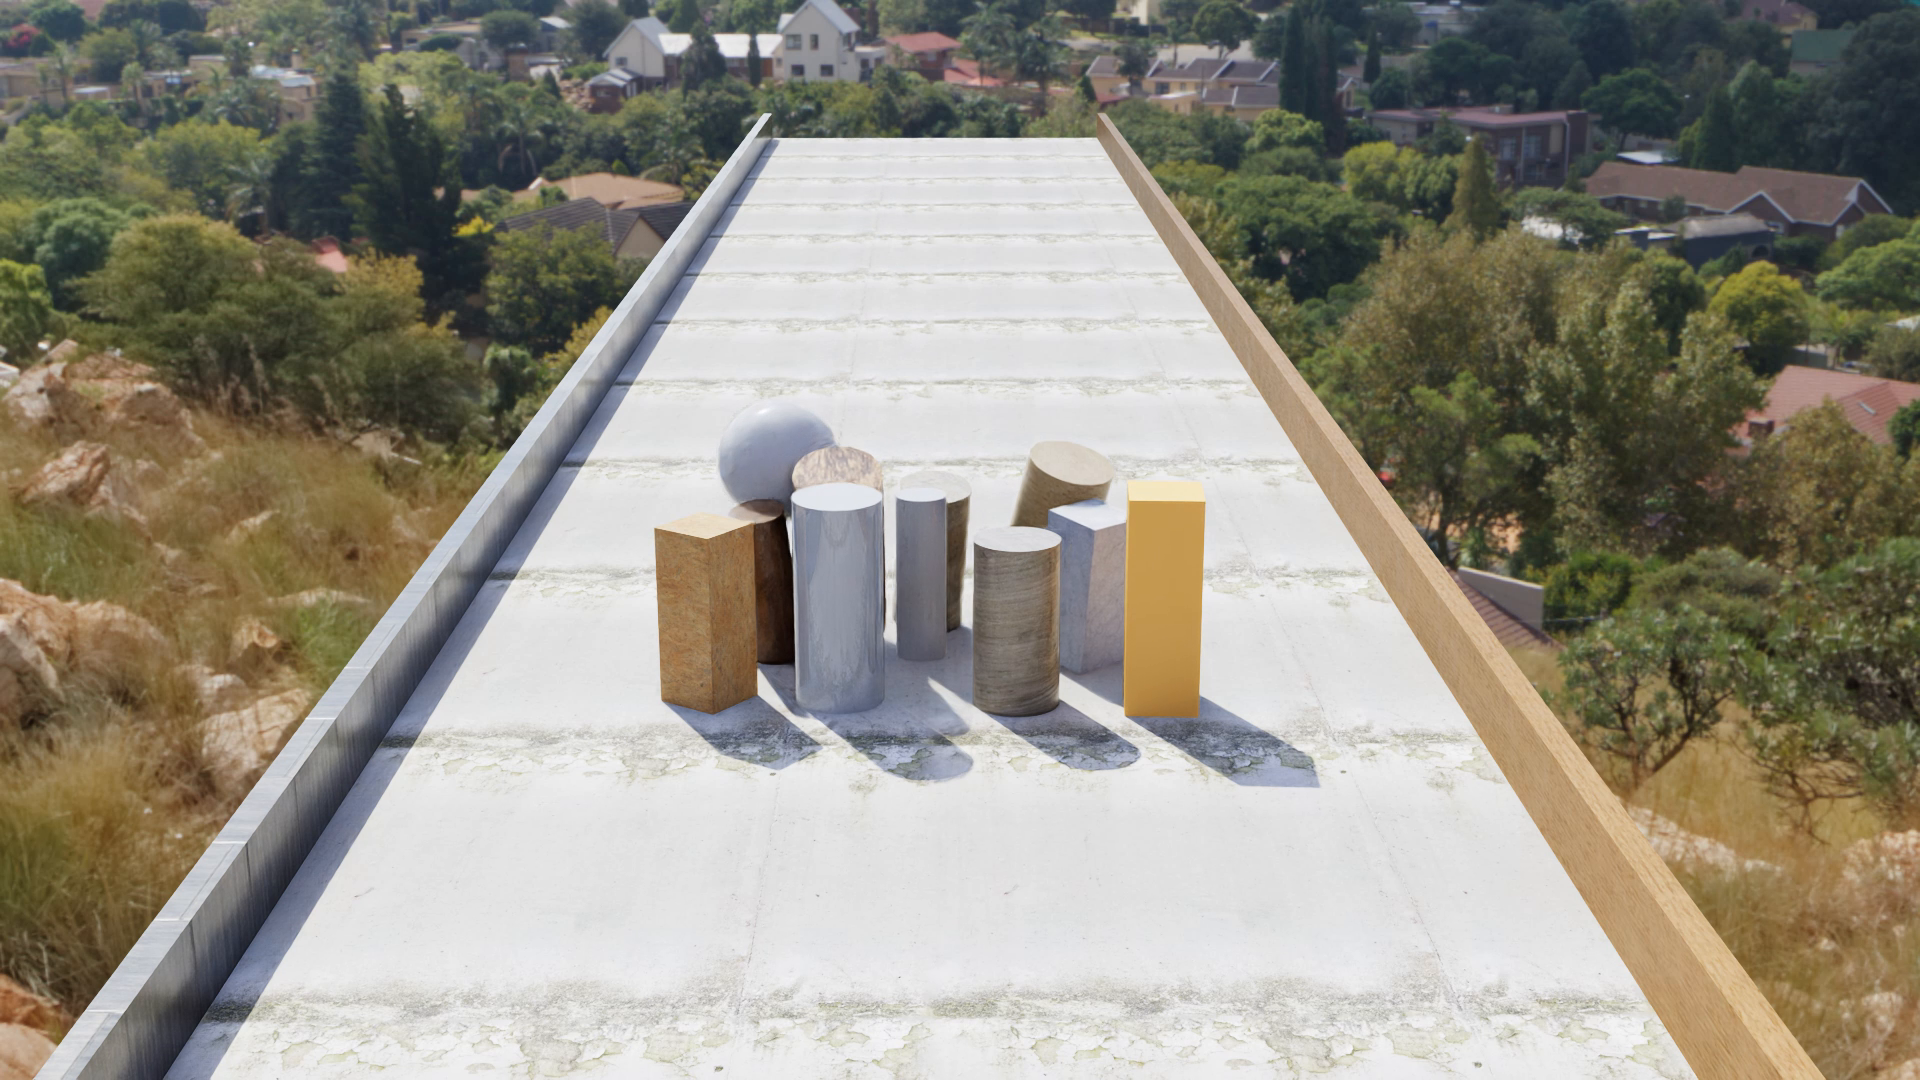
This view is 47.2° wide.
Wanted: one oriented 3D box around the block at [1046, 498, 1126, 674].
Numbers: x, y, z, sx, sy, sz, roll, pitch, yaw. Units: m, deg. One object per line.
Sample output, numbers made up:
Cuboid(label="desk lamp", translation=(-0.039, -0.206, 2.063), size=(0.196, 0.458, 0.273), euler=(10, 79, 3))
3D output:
Cuboid(label="block", translation=(0.254, 0.091, 4.363), size=(0.130, 0.306, 0.130), euler=(-14, 28, -40))

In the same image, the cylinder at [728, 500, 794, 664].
Cuboid(label="cylinder", translation=(-0.383, 0.084, 4.366), size=(0.110, 0.314, 0.110), euler=(-5, 27, 3))

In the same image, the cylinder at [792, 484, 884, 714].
Cuboid(label="cylinder", translation=(-0.229, 0.110, 4.143), size=(0.170, 0.401, 0.170), euler=(0, 19, 0))

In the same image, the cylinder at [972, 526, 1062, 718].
Cuboid(label="cylinder", translation=(0.107, 0.153, 4.144), size=(0.165, 0.324, 0.165), euler=(0, 17, 0))

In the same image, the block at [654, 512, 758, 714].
Cuboid(label="block", translation=(-0.479, 0.137, 4.162), size=(0.131, 0.344, 0.131), euler=(11, 20, 33))

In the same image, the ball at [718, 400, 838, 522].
Cuboid(label="ball", translation=(-0.366, -0.160, 4.435), size=(0.247, 0.247, 0.247), euler=(0, 17, 0))

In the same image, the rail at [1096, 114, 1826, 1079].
Cuboid(label="rail", translation=(0.932, -0.844, 7.801), size=(0.050, 0.150, 12.000), euler=(0, 17, -1))

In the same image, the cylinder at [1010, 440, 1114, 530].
Cuboid(label="cylinder", translation=(0.184, -0.002, 4.522), size=(0.175, 0.369, 0.175), euler=(11, 30, -7))

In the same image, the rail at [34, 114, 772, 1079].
Cuboid(label="rail", translation=(-1.118, -0.838, 7.780), size=(0.050, 0.150, 12.000), euler=(0, 17, -1))

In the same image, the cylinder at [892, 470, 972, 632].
Cuboid(label="cylinder", translation=(-0.060, 0.027, 4.551), size=(0.147, 0.309, 0.147), euler=(3, 28, -2))

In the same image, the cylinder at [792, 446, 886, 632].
Cuboid(label="cylinder", translation=(-0.236, 0.024, 4.375), size=(0.175, 0.405, 0.175), euler=(0, 43, 0))

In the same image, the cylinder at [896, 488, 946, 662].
Cuboid(label="cylinder", translation=(-0.077, 0.069, 4.407), size=(0.102, 0.334, 0.102), euler=(0, 17, 0))

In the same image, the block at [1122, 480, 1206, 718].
Cuboid(label="block", translation=(0.380, 0.110, 4.120), size=(0.138, 0.419, 0.138), euler=(1, 17, 3))
